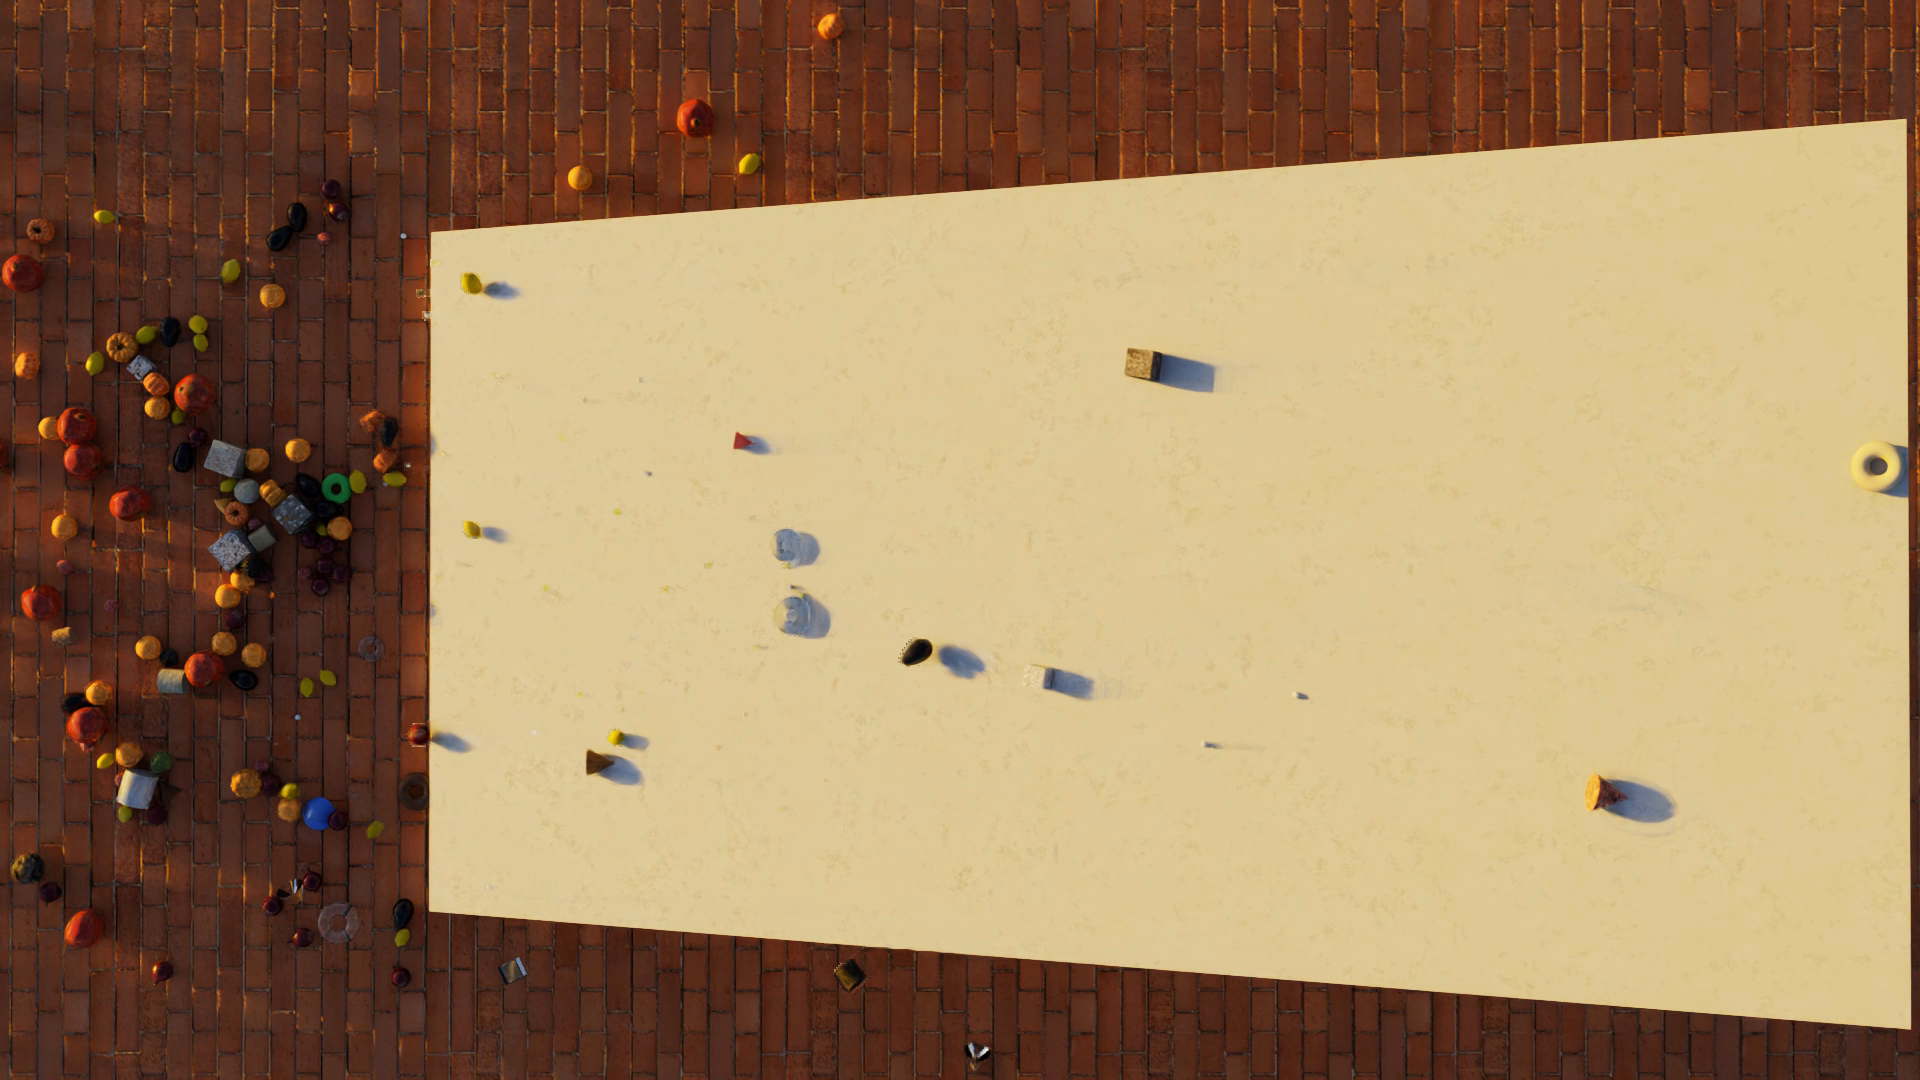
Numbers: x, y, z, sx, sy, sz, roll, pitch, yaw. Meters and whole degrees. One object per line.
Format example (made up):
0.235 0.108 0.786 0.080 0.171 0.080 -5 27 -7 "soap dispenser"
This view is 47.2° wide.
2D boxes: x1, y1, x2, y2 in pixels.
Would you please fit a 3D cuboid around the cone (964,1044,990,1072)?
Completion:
0.046 1.551 6.534 0.078 0.078 0.078 9 116 0 "cone"

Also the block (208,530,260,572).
-2.154 0.032 6.525 0.090 0.090 0.090 -39 89 0 "block"

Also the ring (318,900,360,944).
-1.845 1.137 6.535 0.131 0.044 0.131 0 91 0 "ring"

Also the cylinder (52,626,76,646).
-2.665 0.288 6.542 0.050 0.050 0.050 -13 89 0 "cylinder"

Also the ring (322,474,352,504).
-1.858 -0.153 6.556 0.094 0.031 0.094 0 93 0 "ring"

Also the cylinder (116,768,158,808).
-2.436 0.735 6.513 0.096 0.096 0.096 17 89 0 "cylinder"

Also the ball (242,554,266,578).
-2.084 0.077 6.487 0.067 0.067 0.067 0 89 0 "ball"

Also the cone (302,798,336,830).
-1.913 0.816 6.512 0.098 0.098 0.098 0 89 0 "cone"

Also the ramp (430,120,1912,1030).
0.283 0.083 5.700 4.000 0.100 2.000 0 89 24 "ramp"

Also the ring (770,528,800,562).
-0.473 0.014 5.971 0.092 0.031 0.092 -1 88 25 "ring"

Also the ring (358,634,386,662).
-1.753 0.324 6.553 0.082 0.027 0.082 0 90 -1 "ring"

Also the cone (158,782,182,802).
-2.348 0.747 6.547 0.064 0.064 0.064 -8 89 -27 "cone"

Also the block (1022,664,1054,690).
0.200 0.351 5.649 0.055 0.055 0.055 11 94 24 "block"

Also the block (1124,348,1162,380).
0.461 -0.442 5.532 0.069 0.069 0.069 8 93 24 "block"

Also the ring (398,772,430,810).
-1.615 0.749 6.543 0.115 0.038 0.115 0 91 0 "ring"

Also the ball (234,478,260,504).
-2.117 -0.145 6.534 0.076 0.076 0.076 0 89 0 "ball"

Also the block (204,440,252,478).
-2.175 -0.241 6.529 0.088 0.088 0.088 20 89 0 "block"

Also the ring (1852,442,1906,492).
2.023 -0.161 4.842 0.113 0.038 0.113 0 91 25 "ring"

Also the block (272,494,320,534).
-1.973 -0.077 6.528 0.086 0.086 0.086 -43 90 0 "block"

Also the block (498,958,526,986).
-1.329 1.280 6.527 0.056 0.056 0.056 -25 89 0 "block"

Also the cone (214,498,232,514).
-2.187 -0.114 6.560 0.051 0.051 0.051 -41 89 -27 "cone"

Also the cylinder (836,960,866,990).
-0.291 1.161 5.866 0.058 0.058 0.058 -40 91 0 "cylinder"

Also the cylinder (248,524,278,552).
-2.071 -0.007 6.539 0.063 0.063 0.063 -33 89 0 "cylinder"

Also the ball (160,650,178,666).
-2.353 0.351 6.540 0.052 0.052 0.052 0 89 0 "ball"

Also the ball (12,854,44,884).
-2.759 0.973 6.514 0.089 0.089 0.089 0 89 0 "ball"

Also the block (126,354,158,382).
-2.435 -0.511 6.549 0.055 0.055 0.055 43 90 0 "block"

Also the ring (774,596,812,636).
-0.453 0.205 5.957 0.109 0.036 0.109 0 90 23 "ring"

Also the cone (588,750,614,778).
-1.010 0.629 6.204 0.079 0.079 0.079 -2 89 -8 "cone"
